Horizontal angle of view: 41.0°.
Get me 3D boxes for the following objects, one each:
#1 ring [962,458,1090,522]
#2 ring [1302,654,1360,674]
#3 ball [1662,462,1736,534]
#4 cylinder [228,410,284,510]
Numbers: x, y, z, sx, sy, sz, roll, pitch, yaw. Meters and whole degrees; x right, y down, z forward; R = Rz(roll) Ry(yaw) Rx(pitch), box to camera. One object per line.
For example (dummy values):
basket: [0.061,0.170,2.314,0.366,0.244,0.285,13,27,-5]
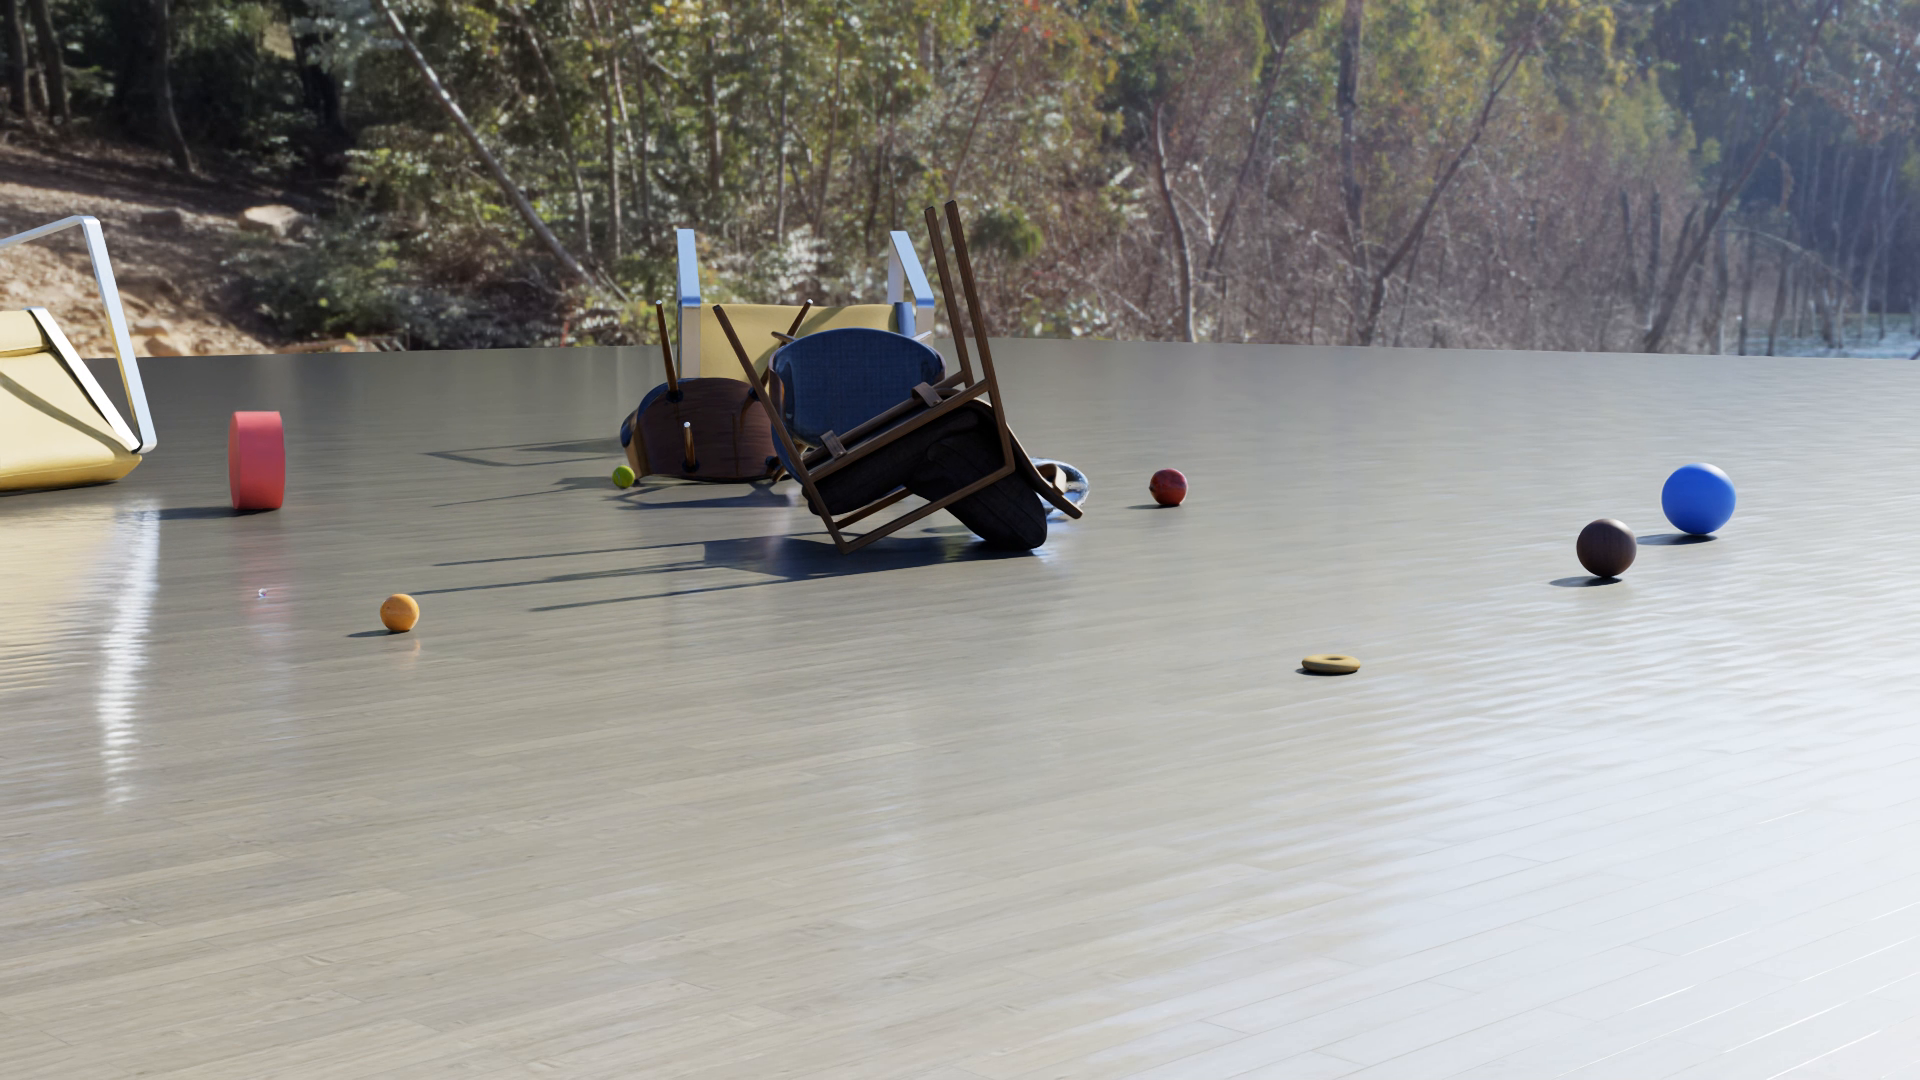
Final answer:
ring: [0.180,-0.135,6.892,0.420,0.173,0.153,-2,-6,-45]
ring: [0.622,0.207,4.300,0.098,0.021,0.113,3,6,17]
ball: [1.881,-0.105,6.535,0.184,0.184,0.184,0,6,0]
cylinder: [-1.988,-0.226,7.249,0.119,0.271,0.298,-2,-24,-22]
